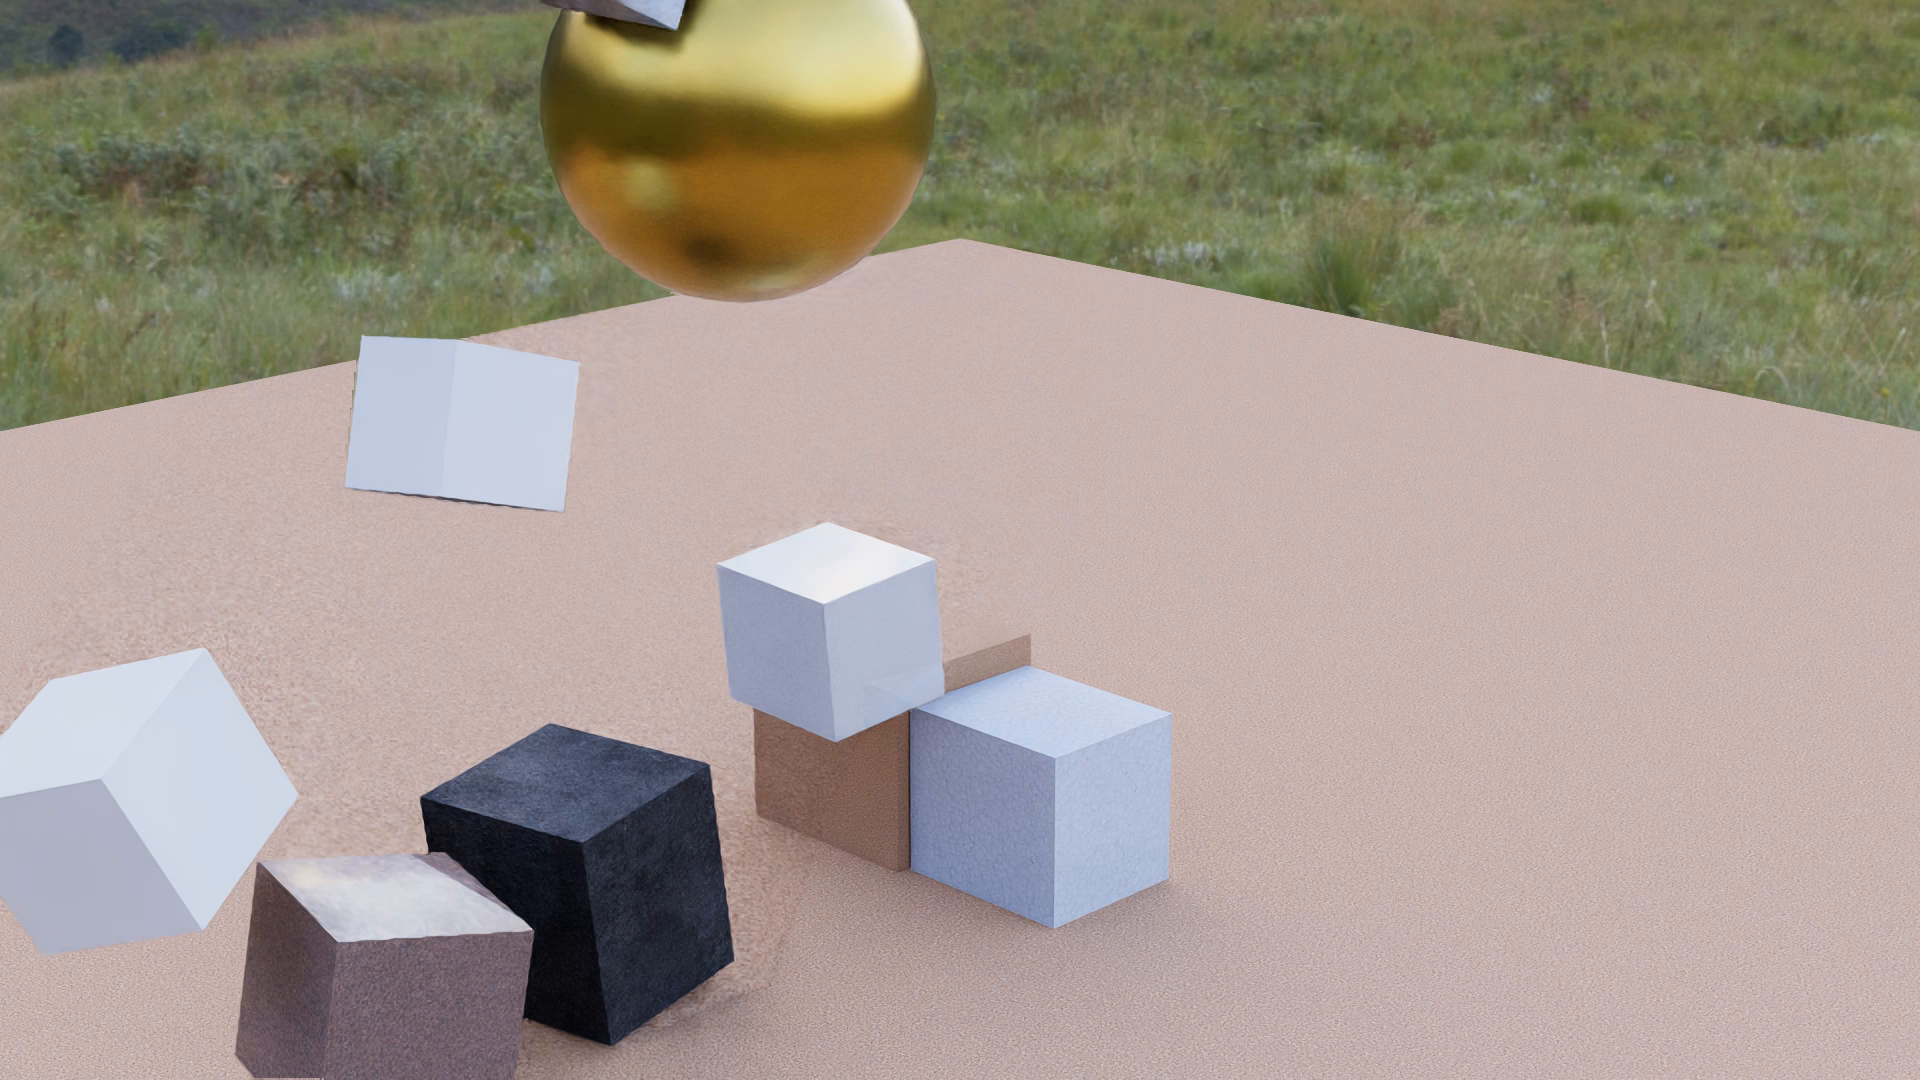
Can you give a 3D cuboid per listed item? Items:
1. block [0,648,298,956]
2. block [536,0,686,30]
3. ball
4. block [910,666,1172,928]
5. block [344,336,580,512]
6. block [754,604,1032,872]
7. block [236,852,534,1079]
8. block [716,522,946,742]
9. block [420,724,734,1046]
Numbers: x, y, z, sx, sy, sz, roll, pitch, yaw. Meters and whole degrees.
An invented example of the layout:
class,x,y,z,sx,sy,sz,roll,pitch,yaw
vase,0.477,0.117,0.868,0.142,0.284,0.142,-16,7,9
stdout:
class,x,y,z,sx,sy,sz,roll,pitch,yaw
block,-3.050,0.956,10.701,0.757,0.701,0.763,-11,30,26
block,-1.406,-2.373,10.970,0.690,0.677,0.613,17,0,34
ball,-0.895,-1.759,11.851,1.600,1.600,1.600,0,17,0
block,0.364,1.150,13.343,0.765,0.806,0.903,-17,24,-42
block,-1.871,-0.435,11.043,0.528,0.572,0.623,5,-2,38
block,-0.325,0.879,13.964,0.878,0.949,0.990,-17,24,-42
block,-2.217,1.740,11.248,0.780,0.803,0.862,1,14,-34
block,-0.568,0.394,12.943,0.640,0.646,0.726,-22,28,-38
block,-1.577,1.410,12.158,0.896,0.920,0.777,11,26,35
